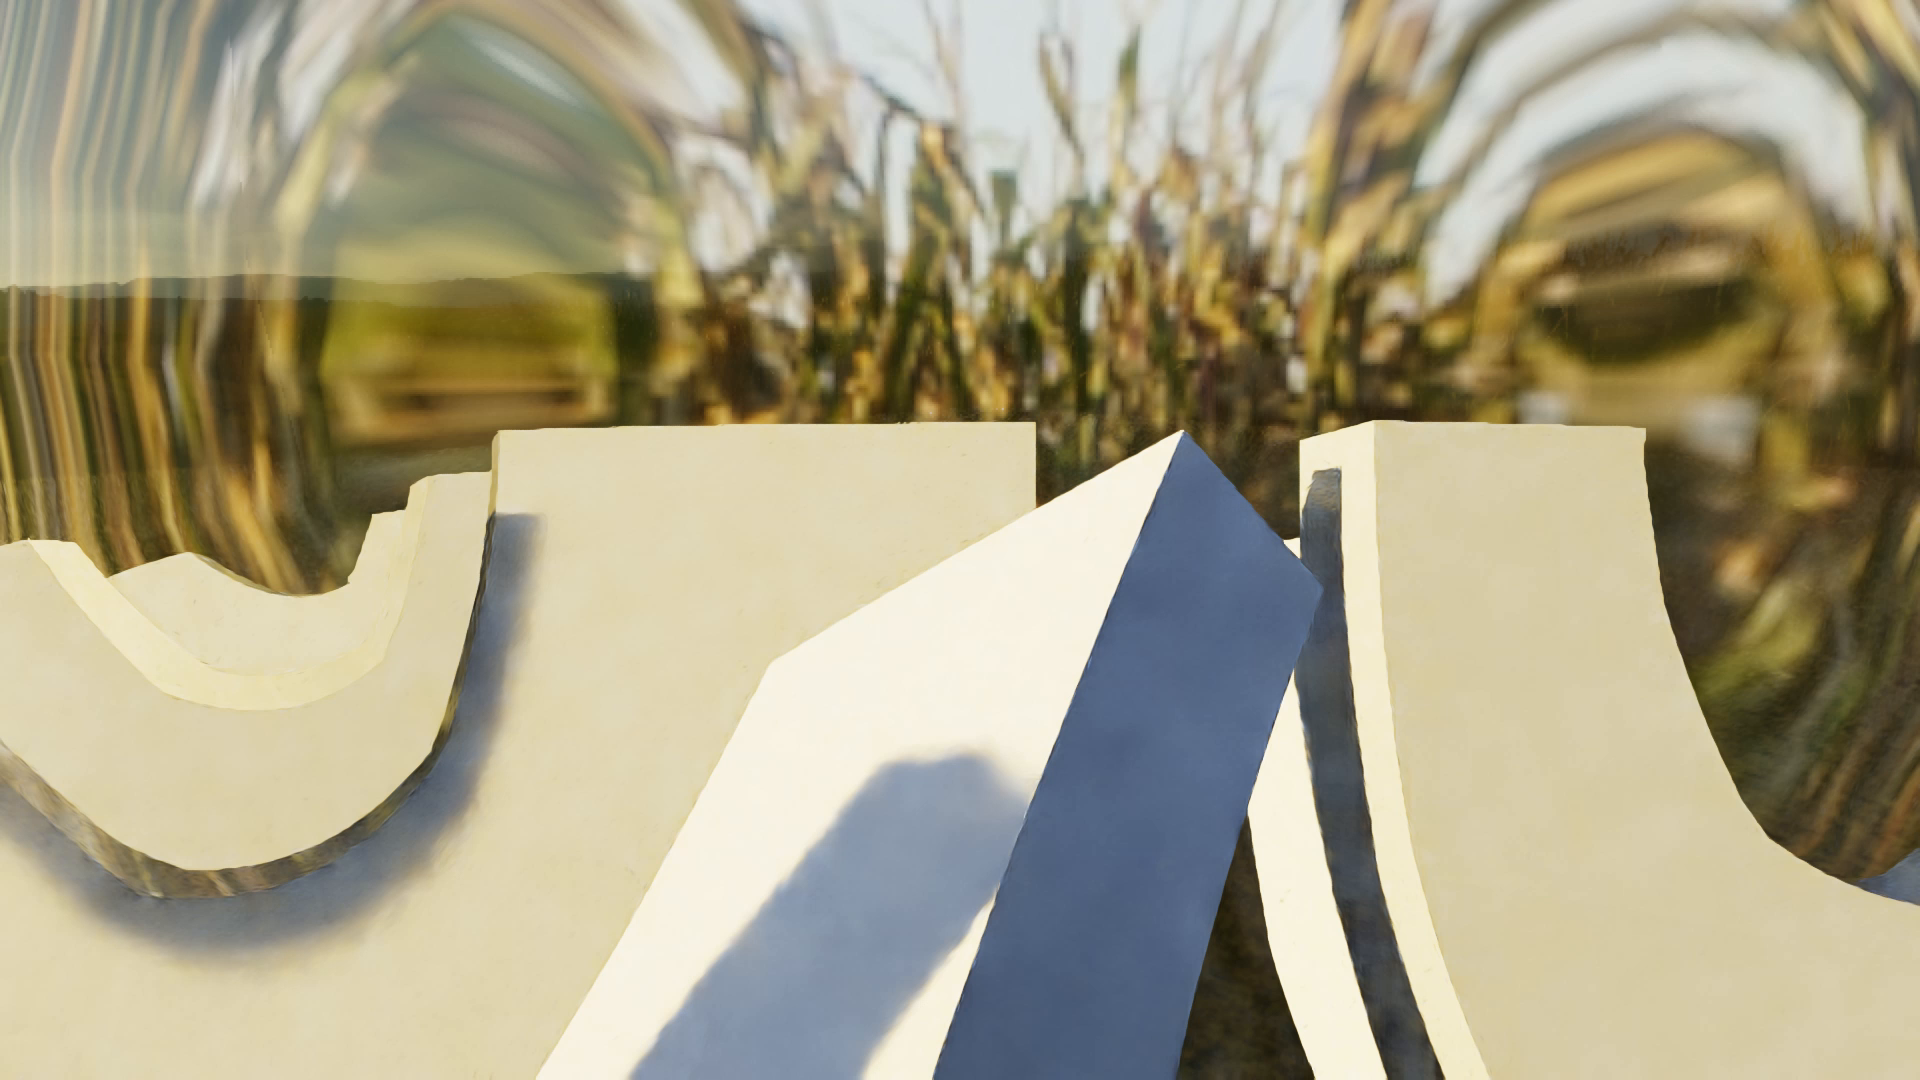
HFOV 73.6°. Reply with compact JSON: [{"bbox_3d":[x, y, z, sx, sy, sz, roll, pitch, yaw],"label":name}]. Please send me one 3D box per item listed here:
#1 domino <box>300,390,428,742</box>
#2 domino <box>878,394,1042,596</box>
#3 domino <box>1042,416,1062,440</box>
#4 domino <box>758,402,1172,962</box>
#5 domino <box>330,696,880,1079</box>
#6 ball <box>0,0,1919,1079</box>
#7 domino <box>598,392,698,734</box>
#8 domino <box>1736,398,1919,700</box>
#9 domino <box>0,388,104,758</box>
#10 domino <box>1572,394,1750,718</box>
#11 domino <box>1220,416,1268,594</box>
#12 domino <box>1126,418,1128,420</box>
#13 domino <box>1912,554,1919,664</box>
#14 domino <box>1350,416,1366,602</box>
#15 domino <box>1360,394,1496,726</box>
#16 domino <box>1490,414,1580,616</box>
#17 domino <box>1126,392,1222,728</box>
[{"bbox_3d":[-0.090,0.003,0.195,0.010,0.050,0.025,-1,4,-8],"label":"domino"},{"bbox_3d":[0.000,0.002,0.201,0.025,0.050,0.009,0,4,0],"label":"domino"},{"bbox_3d":[0.015,-0.009,0.355,0.025,0.050,0.009,2,5,27],"label":"domino"},{"bbox_3d":[0.001,0.011,0.111,0.025,0.010,0.050,-26,27,39],"label":"domino"},{"bbox_3d":[-0.028,0.026,0.090,0.025,0.009,0.050,-13,17,-26],"label":"domino"},{"bbox_3d":[0.003,-0.006,0.047,0.080,0.080,0.080,0,4,0],"label":"ball"},{"bbox_3d":[-0.048,0.003,0.198,0.010,0.050,0.025,0,4,-3],"label":"domino"},{"bbox_3d":[0.152,0.001,0.225,0.010,0.050,0.025,-2,5,-30],"label":"domino"},{"bbox_3d":[-0.134,0.004,0.184,0.009,0.050,0.025,-2,5,-19],"label":"domino"},{"bbox_3d":[0.115,0.002,0.211,0.010,0.050,0.025,-1,4,-14],"label":"domino"},{"bbox_3d":[0.083,-0.011,0.375,0.009,0.050,0.025,2,5,22],"label":"domino"},{"bbox_3d":[0.047,-0.011,0.379,0.010,0.050,0.025,-1,4,-10],"label":"domino"},{"bbox_3d":[0.174,-0.001,0.253,0.025,0.050,0.010,1,4,13],"label":"domino"},{"bbox_3d":[0.118,-0.009,0.354,0.009,0.050,0.025,3,5,37],"label":"domino"},{"bbox_3d":[0.074,0.002,0.205,0.010,0.050,0.025,0,4,-5],"label":"domino"},{"bbox_3d":[0.147,-0.007,0.327,0.025,0.050,0.010,-4,6,-40],"label":"domino"},{"bbox_3d":[0.033,0.002,0.203,0.010,0.050,0.025,0,4,-3],"label":"domino"}]
